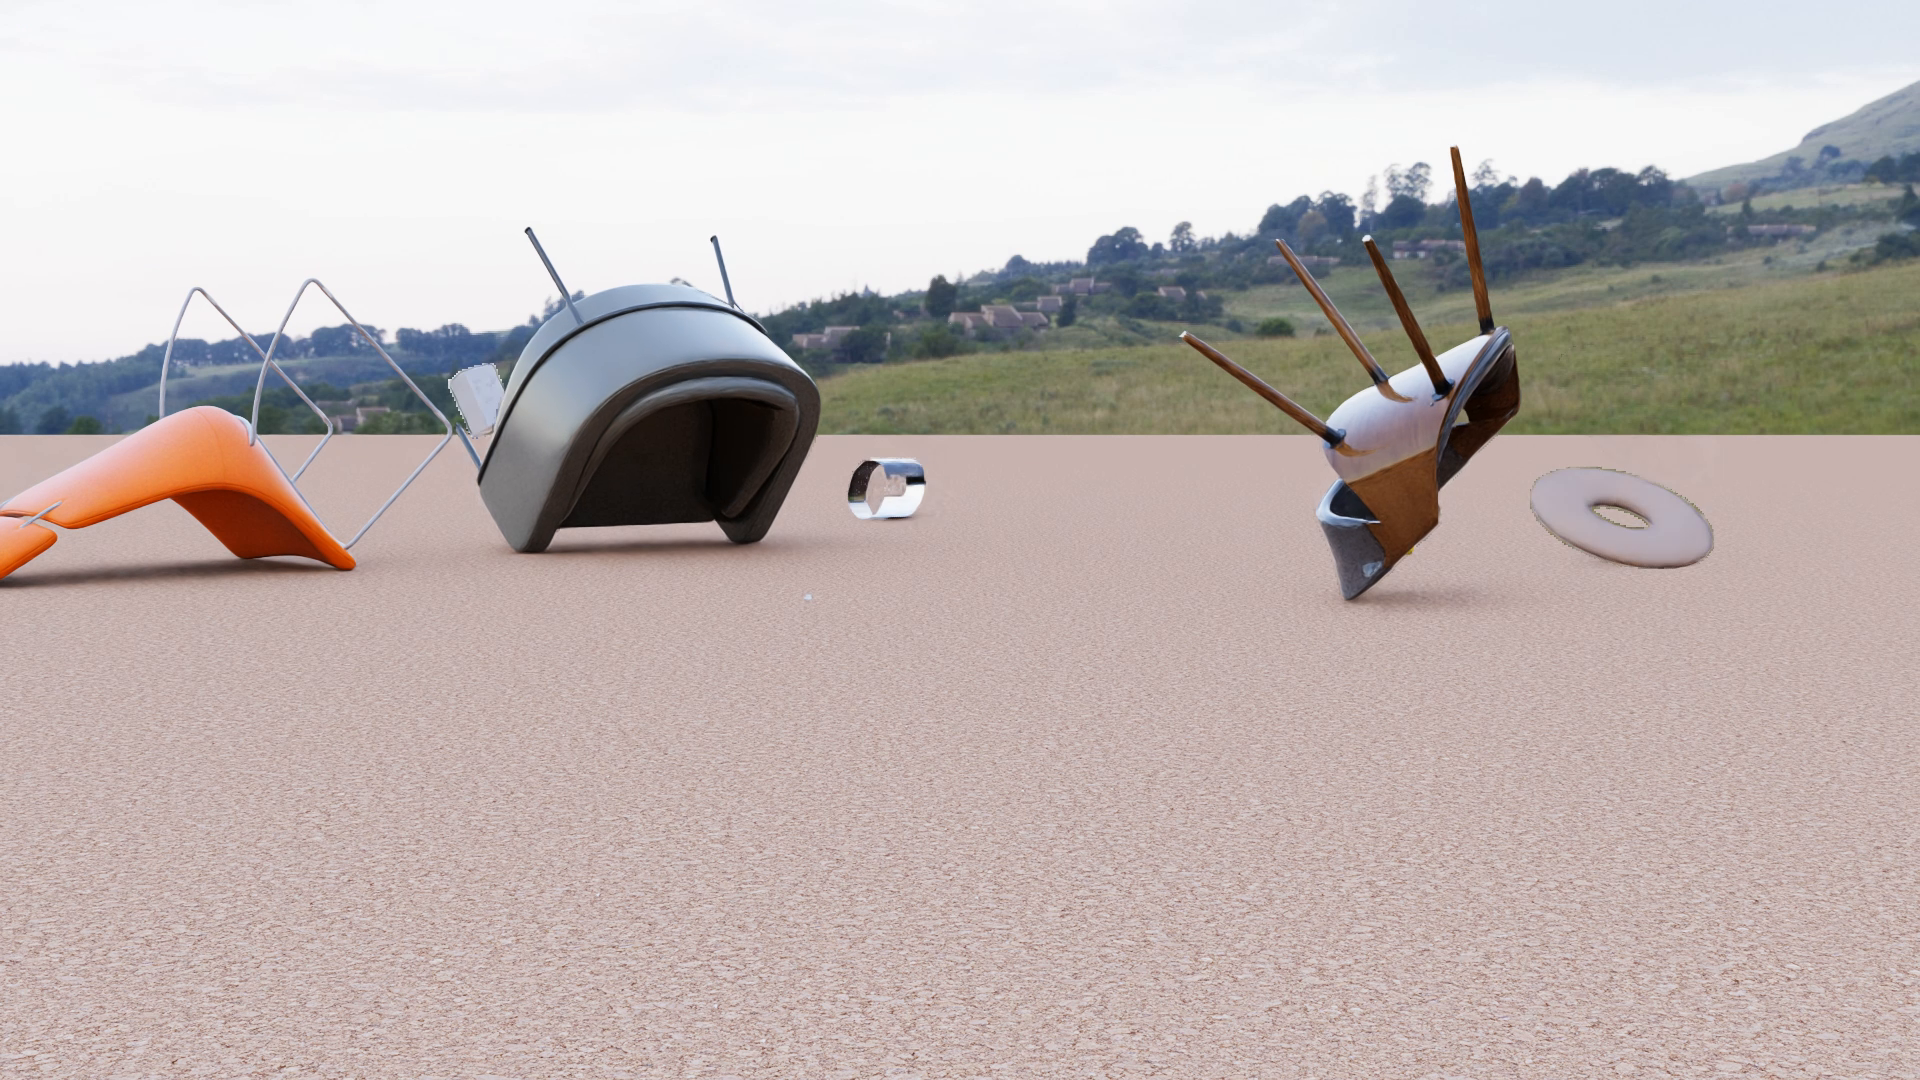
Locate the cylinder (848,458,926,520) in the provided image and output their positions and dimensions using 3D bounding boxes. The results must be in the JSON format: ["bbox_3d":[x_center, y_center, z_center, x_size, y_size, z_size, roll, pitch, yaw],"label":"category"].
[{"bbox_3d":[-0.254,-0.177,7.624,0.179,0.226,0.177,-4,46,-44],"label":"cylinder"}]

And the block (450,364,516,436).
[{"bbox_3d":[-1.752,-0.513,8.072,0.124,0.218,0.114,-23,-2,-44],"label":"block"}]

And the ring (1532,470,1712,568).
[{"bbox_3d":[1.699,-0.058,5.649,0.466,0.066,0.436,27,37,28],"label":"ring"}]
